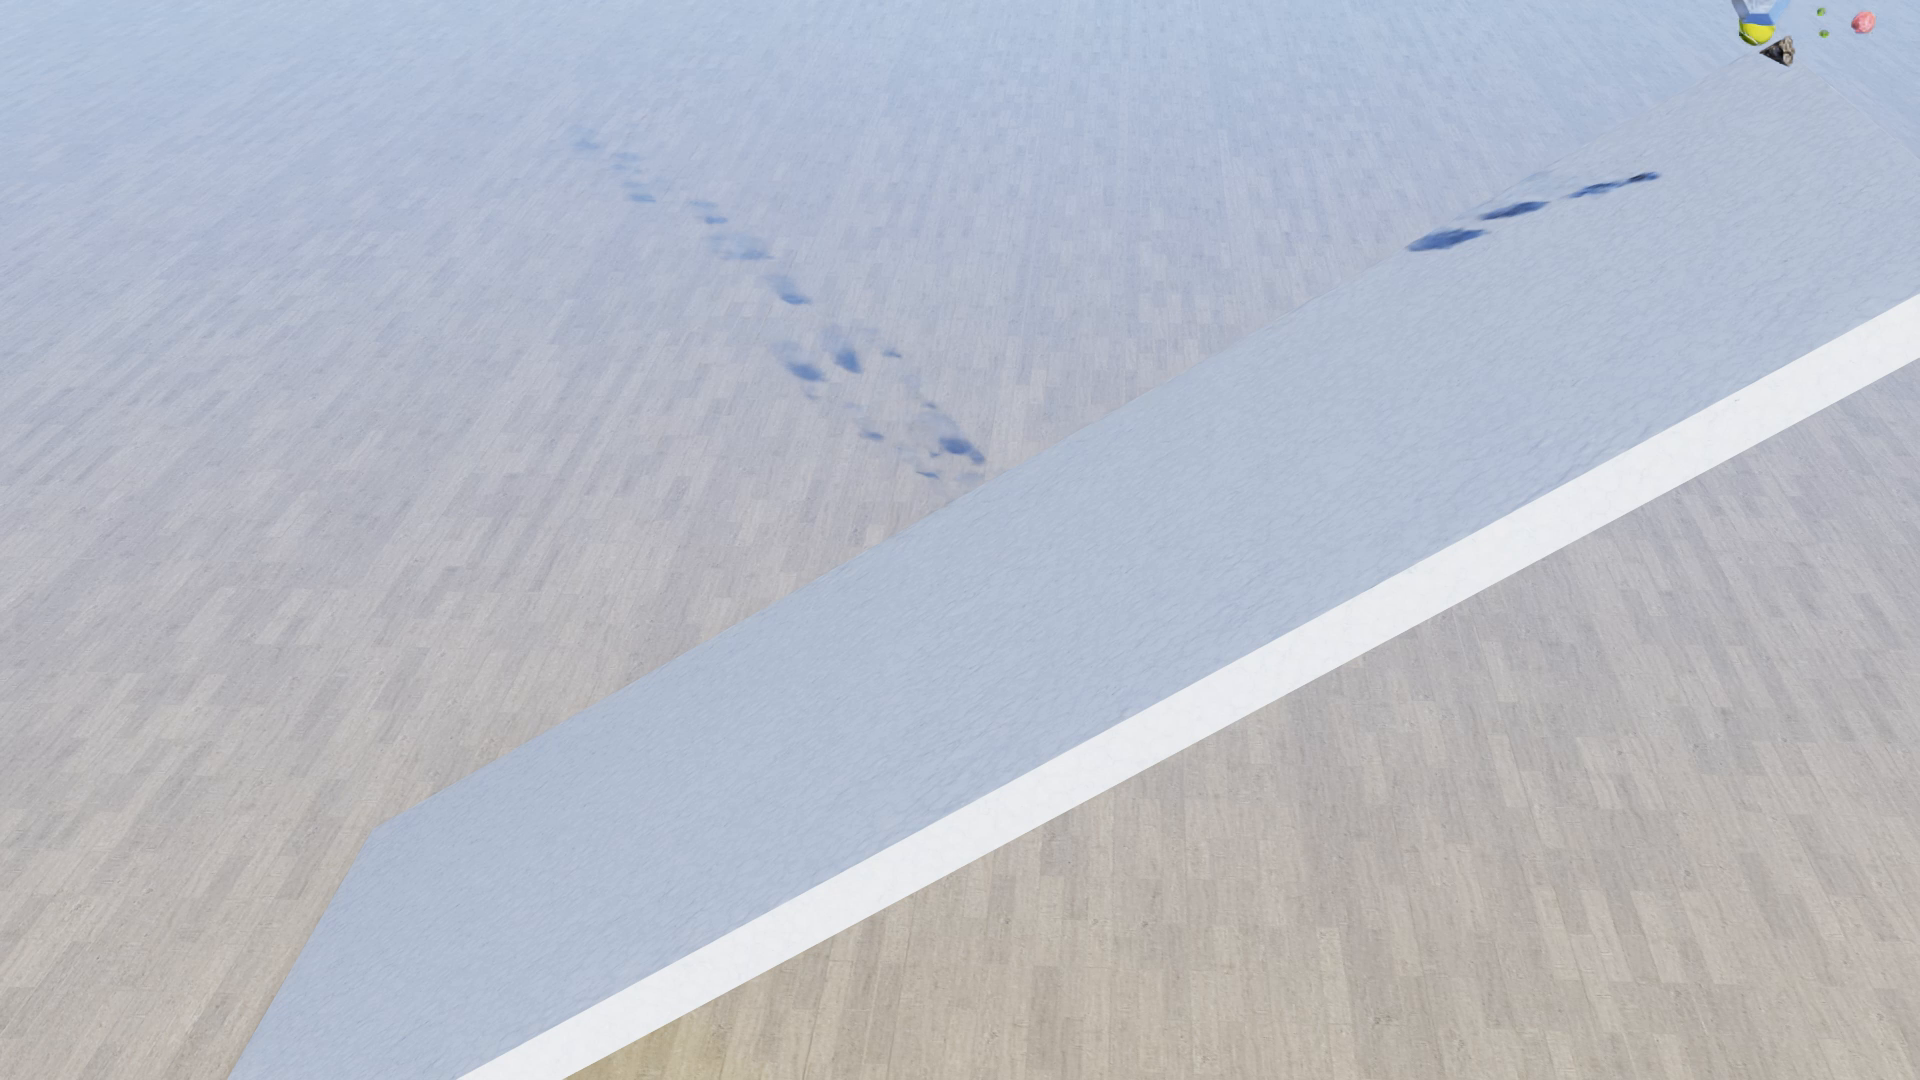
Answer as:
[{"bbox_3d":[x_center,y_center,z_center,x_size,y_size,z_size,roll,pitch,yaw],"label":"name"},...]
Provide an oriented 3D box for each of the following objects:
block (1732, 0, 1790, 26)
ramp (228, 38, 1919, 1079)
[{"bbox_3d":[1.508,-1.022,5.542,0.071,0.071,0.071,-1,56,-20],"label":"block"},{"bbox_3d":[0.141,0.169,6.288,4.000,0.100,2.000,-29,15,13],"label":"ramp"}]
